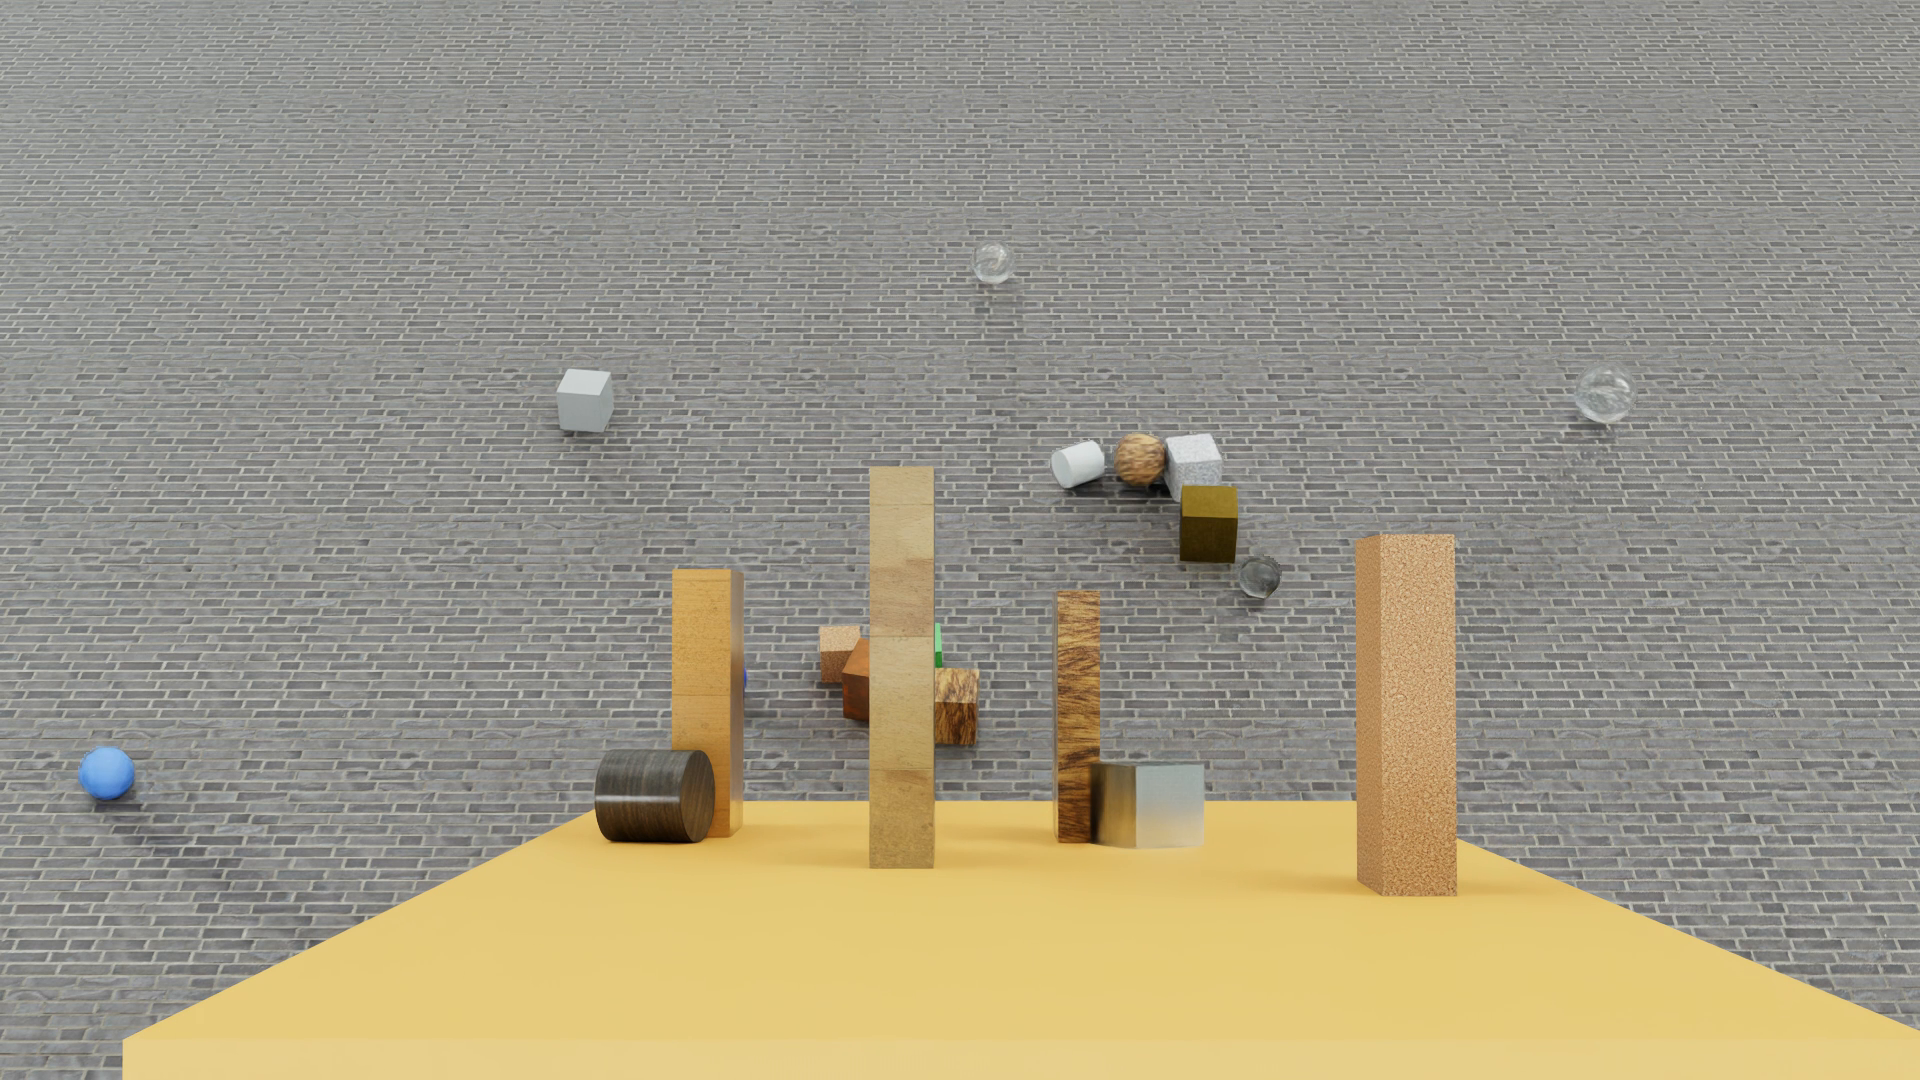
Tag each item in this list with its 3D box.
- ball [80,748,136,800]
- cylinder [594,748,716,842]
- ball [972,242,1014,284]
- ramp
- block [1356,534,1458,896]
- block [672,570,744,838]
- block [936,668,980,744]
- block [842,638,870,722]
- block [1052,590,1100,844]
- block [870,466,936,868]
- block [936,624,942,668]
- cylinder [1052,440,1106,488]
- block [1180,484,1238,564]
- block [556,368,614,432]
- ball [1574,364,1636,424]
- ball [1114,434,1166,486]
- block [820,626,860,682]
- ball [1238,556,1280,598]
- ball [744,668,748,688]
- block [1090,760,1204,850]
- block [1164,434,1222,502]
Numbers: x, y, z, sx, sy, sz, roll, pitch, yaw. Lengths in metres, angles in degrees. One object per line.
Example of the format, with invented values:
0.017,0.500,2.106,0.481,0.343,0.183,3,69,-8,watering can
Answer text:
-2.284,0.626,6.964,0.140,0.140,0.140,0,36,0,ball
-0.651,0.546,5.556,0.196,0.196,0.196,-1,34,16,cylinder
0.119,-0.982,9.208,0.149,0.149,0.149,0,36,0,ball
0.078,0.670,4.858,2.000,0.100,4.000,0,-2,0,ramp
0.778,0.302,4.549,0.126,0.614,0.282,0,-2,0,block
-0.564,0.362,5.830,0.127,0.584,0.345,0,-2,0,block
-0.025,0.459,7.190,0.148,0.148,0.148,2,36,3,block
-0.226,0.398,7.263,0.162,0.162,0.162,9,37,12,block
0.252,0.381,5.676,0.089,0.535,0.331,0,-2,0,block
-0.111,0.247,5.115,0.121,0.762,0.377,0,-2,0,block
-0.119,0.330,7.386,0.131,0.131,0.131,-2,36,-2,block
0.374,-0.238,8.188,0.122,0.122,0.122,-18,39,-23,cylinder
0.753,-0.049,7.885,0.167,0.167,0.167,2,36,3,block
-1.221,-0.455,8.474,0.143,0.143,0.143,5,36,7,block
2.102,-0.477,8.462,0.194,0.194,0.194,0,36,0,ball
0.567,-0.250,8.167,0.166,0.166,0.166,0,36,0,ball
-0.340,0.326,7.406,0.114,0.114,0.114,-2,36,-2,block
0.888,0.111,7.700,0.122,0.122,0.122,0,36,0,ball
-0.660,0.387,7.311,0.124,0.124,0.124,0,36,0,ball
0.393,0.555,5.462,0.171,0.171,0.171,1,-2,-31,block
0.729,-0.227,8.153,0.145,0.145,0.145,-6,36,-8,block
